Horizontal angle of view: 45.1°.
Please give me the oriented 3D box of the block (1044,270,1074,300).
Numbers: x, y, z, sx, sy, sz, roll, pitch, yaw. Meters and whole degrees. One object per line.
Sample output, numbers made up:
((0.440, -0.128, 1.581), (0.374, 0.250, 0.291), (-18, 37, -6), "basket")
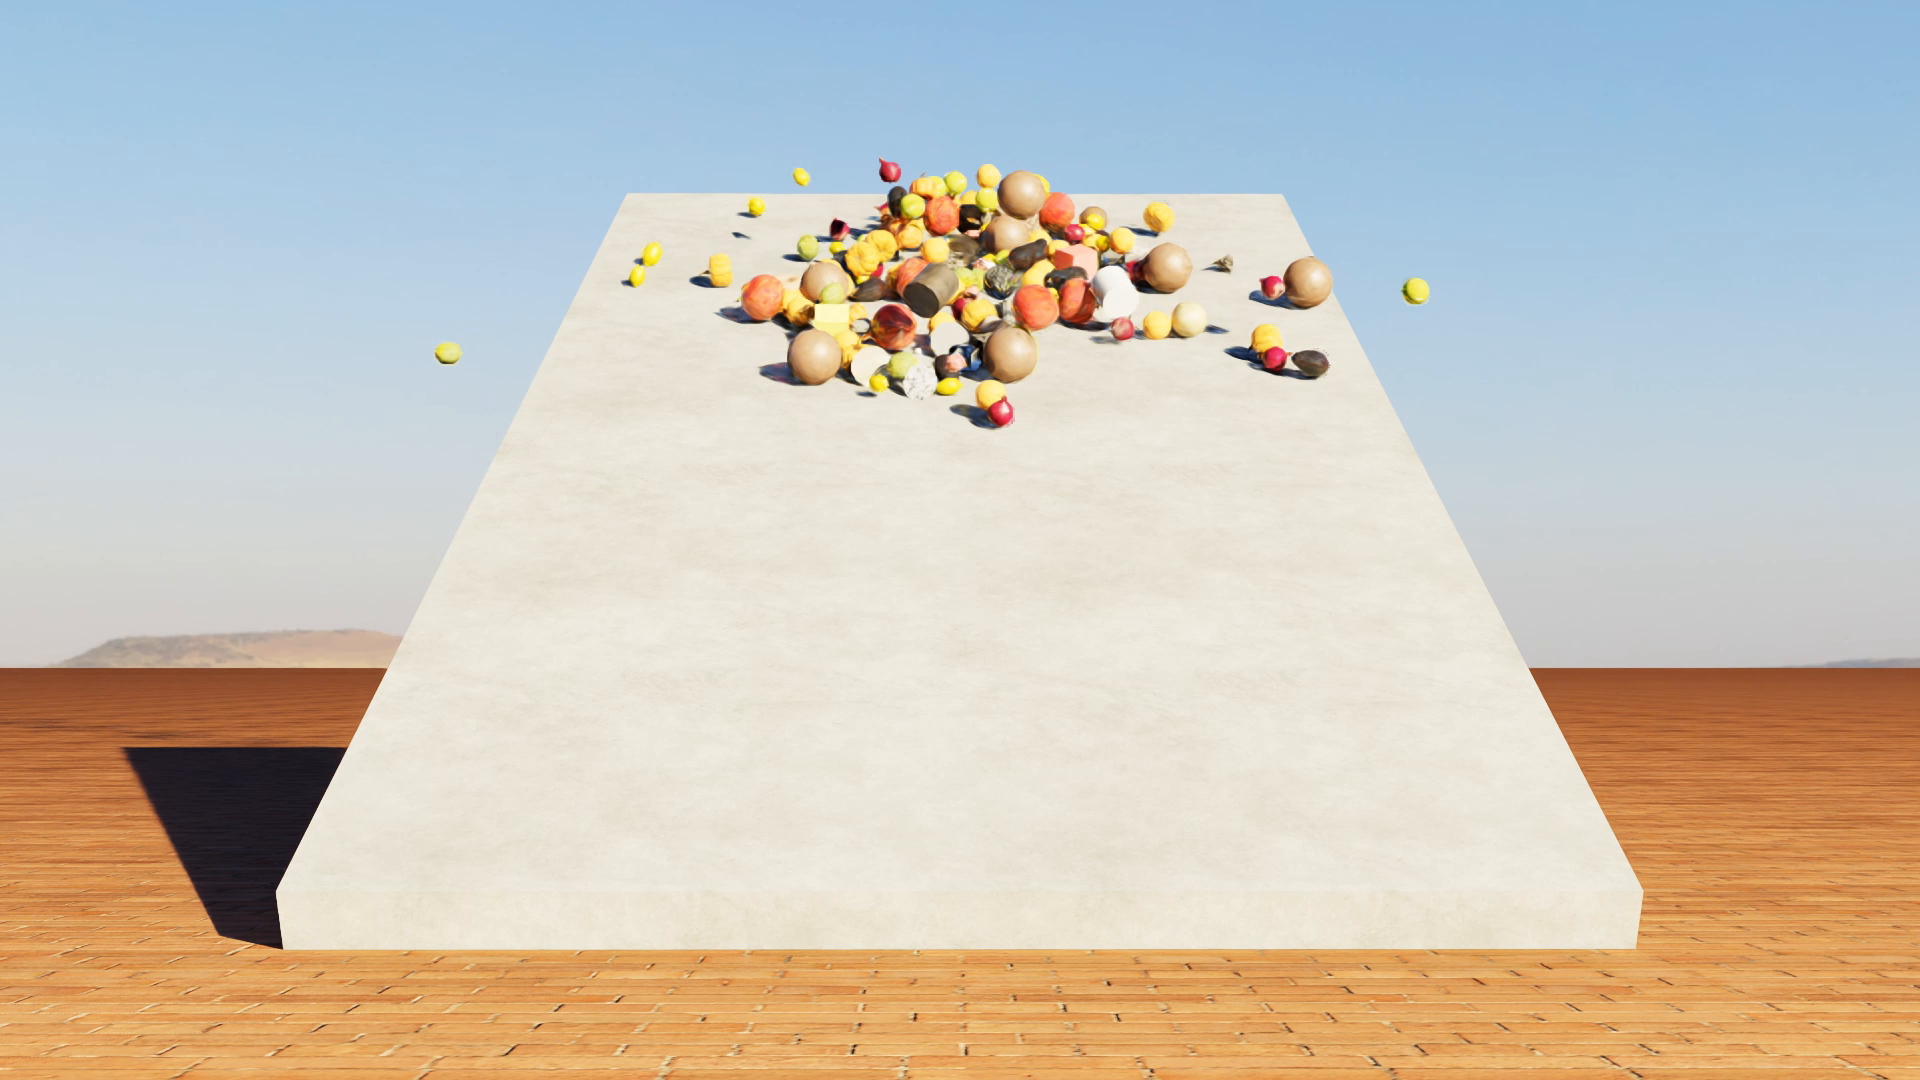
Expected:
((0.261, -0.672, 6.081), (0.060, 0.060, 0.060), (12, 26, 22), "block")

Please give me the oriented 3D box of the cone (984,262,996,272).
((0.082, -0.716, 6.115), (0.078, 0.078, 0.078), (-2, -28, 32), "cone")

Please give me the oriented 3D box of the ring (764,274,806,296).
((-0.462, -0.673, 6.114), (0.111, 0.037, 0.111), (-1, 24, 0), "ring")

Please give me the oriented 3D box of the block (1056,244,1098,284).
((0.313, -0.742, 6.222), (0.080, 0.080, 0.080), (-15, 27, -31), "block")

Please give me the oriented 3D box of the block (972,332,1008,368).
((0.071, -0.459, 5.580), (0.063, 0.063, 0.063), (-11, 26, -25), "block")

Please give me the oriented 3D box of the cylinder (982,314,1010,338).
((0.090, -0.526, 5.739), (0.052, 0.052, 0.052), (3, 21, -44), "cylinder")

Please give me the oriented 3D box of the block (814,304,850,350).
((-0.315, -0.522, 5.676), (0.083, 0.083, 0.083), (0, 40, -1), "block")

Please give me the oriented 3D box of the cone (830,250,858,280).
((-0.298, -0.734, 6.257), (0.081, 0.081, 0.081), (-2, -8, 30), "cone")

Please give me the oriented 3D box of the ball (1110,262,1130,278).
((0.415, -0.698, 6.128), (0.073, 0.073, 0.073), (0, -3, 0), "ball")

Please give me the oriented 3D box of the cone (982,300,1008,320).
((0.083, -0.579, 5.863), (0.062, 0.062, 0.062), (5, -2, 12), "cone")

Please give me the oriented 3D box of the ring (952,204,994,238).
((0.038, -0.903, 6.542), (0.121, 0.040, 0.121), (11, -33, 7), "ring")

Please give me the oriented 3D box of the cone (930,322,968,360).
((-0.028, -0.482, 5.657), (0.093, 0.093, 0.093), (0, -2, -4), "cone")

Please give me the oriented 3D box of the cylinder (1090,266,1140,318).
((0.386, -0.618, 5.773), (0.097, 0.097, 0.097), (1, 36, -20), "cylinder")

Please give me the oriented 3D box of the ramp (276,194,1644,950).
((-0.007, -0.226, 5.242), (2.000, 0.100, 4.000), (0, 23, 0), "ramp")

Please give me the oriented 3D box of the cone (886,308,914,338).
((-0.139, -0.536, 5.796), (0.075, 0.075, 0.075), (-1, -4, 17), "cone")

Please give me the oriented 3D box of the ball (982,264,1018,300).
((0.101, -0.656, 5.887), (0.090, 0.090, 0.090), (0, -3, 0), "ball")

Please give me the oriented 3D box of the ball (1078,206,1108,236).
((0.381, -0.910, 6.601), (0.086, 0.086, 0.086), (0, -3, 0), "ball")

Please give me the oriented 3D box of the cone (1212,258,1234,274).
((0.710, -0.754, 6.287), (0.053, 0.053, 0.053), (26, 5, 16), "cone")

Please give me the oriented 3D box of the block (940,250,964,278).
((-0.023, -0.739, 6.201), (0.060, 0.060, 0.060), (3, 18, -4), "block")

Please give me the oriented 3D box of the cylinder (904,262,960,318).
((-0.067, -0.589, 5.447), (0.096, 0.096, 0.096), (-2, 35, 38), "cylinder")

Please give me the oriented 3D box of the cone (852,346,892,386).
((-0.207, -0.404, 5.476), (0.097, 0.097, 0.097), (0, -4, -1), "cone")

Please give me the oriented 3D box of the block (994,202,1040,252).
((0.162, -0.881, 6.507), (0.099, 0.099, 0.099), (-11, 29, -15), "block")

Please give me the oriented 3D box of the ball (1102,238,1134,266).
((0.432, -0.777, 6.298), (0.086, 0.086, 0.086), (0, -3, 0), "ball")

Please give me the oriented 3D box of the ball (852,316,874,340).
((-0.241, -0.524, 5.738), (0.058, 0.058, 0.058), (0, -3, 0), "ball")

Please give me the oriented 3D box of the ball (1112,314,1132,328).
((0.407, -0.561, 5.823), (0.050, 0.050, 0.050), (0, -3, 0), "ball")

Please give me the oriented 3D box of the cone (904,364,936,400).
((-0.073, -0.359, 5.377), (0.086, 0.086, 0.086), (-1, -7, 26), "cone")

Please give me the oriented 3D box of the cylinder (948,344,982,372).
((0.011, -0.435, 5.527), (0.060, 0.060, 0.060), (12, 2, 25), "cylinder")

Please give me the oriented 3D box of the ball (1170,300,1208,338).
((0.570, -0.550, 5.760), (0.092, 0.092, 0.092), (0, -3, 0), "ball")
